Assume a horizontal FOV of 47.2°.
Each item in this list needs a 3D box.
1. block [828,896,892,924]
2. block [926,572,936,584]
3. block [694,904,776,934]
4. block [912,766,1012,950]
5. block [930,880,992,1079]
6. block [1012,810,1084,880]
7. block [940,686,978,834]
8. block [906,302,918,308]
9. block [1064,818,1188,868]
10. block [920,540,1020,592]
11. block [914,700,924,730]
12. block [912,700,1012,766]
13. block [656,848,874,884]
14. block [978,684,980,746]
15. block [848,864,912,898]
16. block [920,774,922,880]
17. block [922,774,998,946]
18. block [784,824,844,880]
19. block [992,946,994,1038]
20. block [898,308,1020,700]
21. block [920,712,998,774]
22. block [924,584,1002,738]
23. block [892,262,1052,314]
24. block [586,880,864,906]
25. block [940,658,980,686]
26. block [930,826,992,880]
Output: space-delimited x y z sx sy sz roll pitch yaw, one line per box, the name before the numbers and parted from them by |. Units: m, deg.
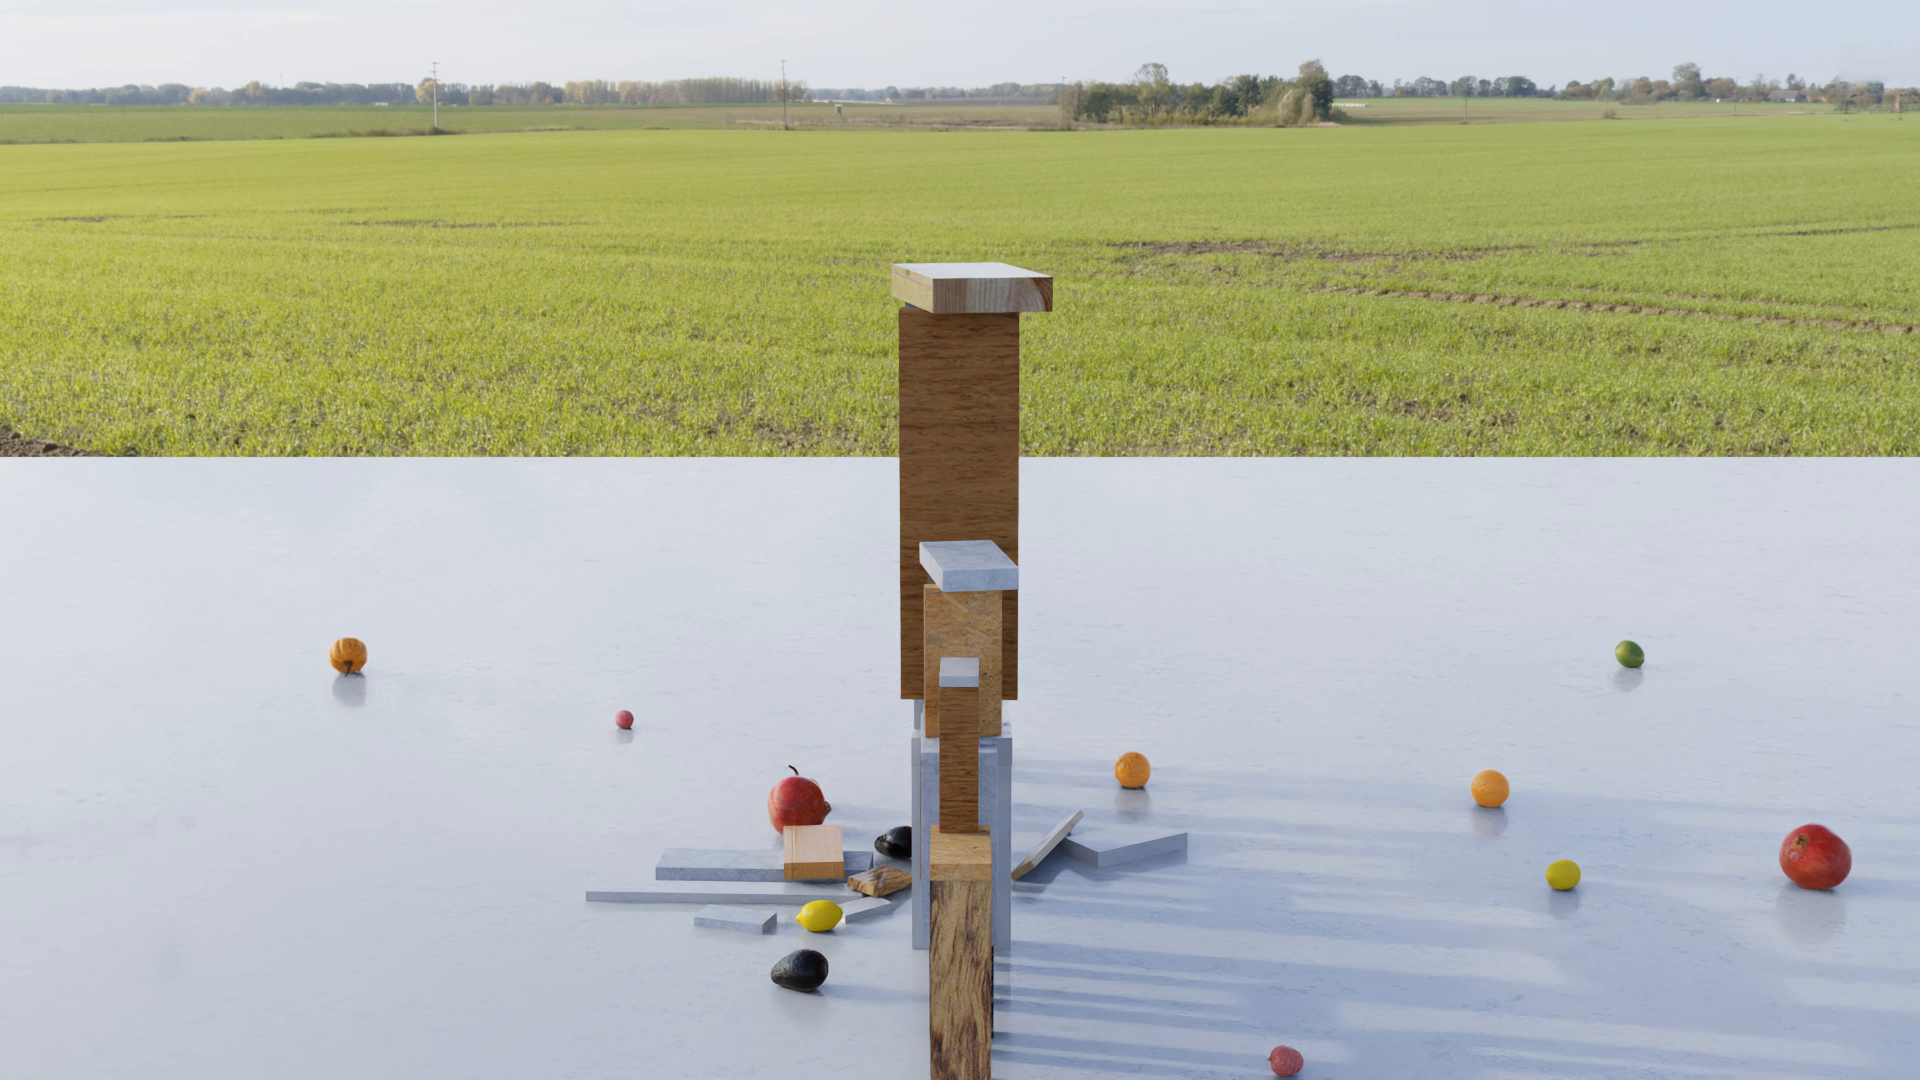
block | -0.162 0.600 3.576 0.096 0.014 0.048 -8 13 -38
block | 0.006 0.141 3.140 0.104 0.216 0.029 0 10 2
block | -0.360 0.608 3.525 0.119 0.017 0.059 3 11 18
block | 0.003 0.482 3.411 0.153 0.306 0.043 0 11 1
block | 0.001 0.583 2.842 0.079 0.317 0.022 0 11 0
block | 0.155 0.534 3.861 0.048 0.014 0.303 -36 -3 22
block | -0.001 0.287 2.894 0.051 0.201 0.015 0 11 0
block | 0.004 -0.203 3.402 0.172 0.344 0.049 1 11 3
block | 0.293 0.535 3.889 0.199 0.028 0.099 -7 13 -33
block | 0.011 0.035 3.042 0.104 0.029 0.208 -2 11 -9
block | -0.003 0.154 3.365 0.135 0.269 0.038 0 11 0
block | 0.002 0.292 3.477 0.153 0.043 0.306 0 11 0
block | -0.332 0.559 3.759 0.361 0.028 0.099 0 11 3
block | 0.000 0.226 2.953 0.051 0.103 0.015 0 11 -2
block | -0.132 0.569 3.671 0.059 0.017 0.119 16 9 27
block | -0.005 0.381 3.117 0.102 0.204 0.029 0 11 2
block | -0.001 0.428 2.987 0.102 0.250 0.029 0 11 1
block | -0.251 0.531 3.754 0.099 0.028 0.199 -1 11 -5
block | 0.002 0.608 3.080 0.090 0.179 0.025 0 11 0
block | -0.001 -0.050 3.202 0.172 0.571 0.049 0 10 2
block | -0.003 0.278 3.029 0.102 0.029 0.204 0 11 -1
block | 0.004 0.164 2.996 0.104 0.208 0.029 -1 11 -4
block | 0.012 -0.374 3.248 0.172 0.049 0.344 -2 11 -11
block | -0.388 0.585 3.651 0.458 0.017 0.059 0 11 3
block | 0.000 0.174 2.908 0.051 0.015 0.103 0 11 1
block | 0.001 0.406 2.863 0.079 0.022 0.157 0 11 0
